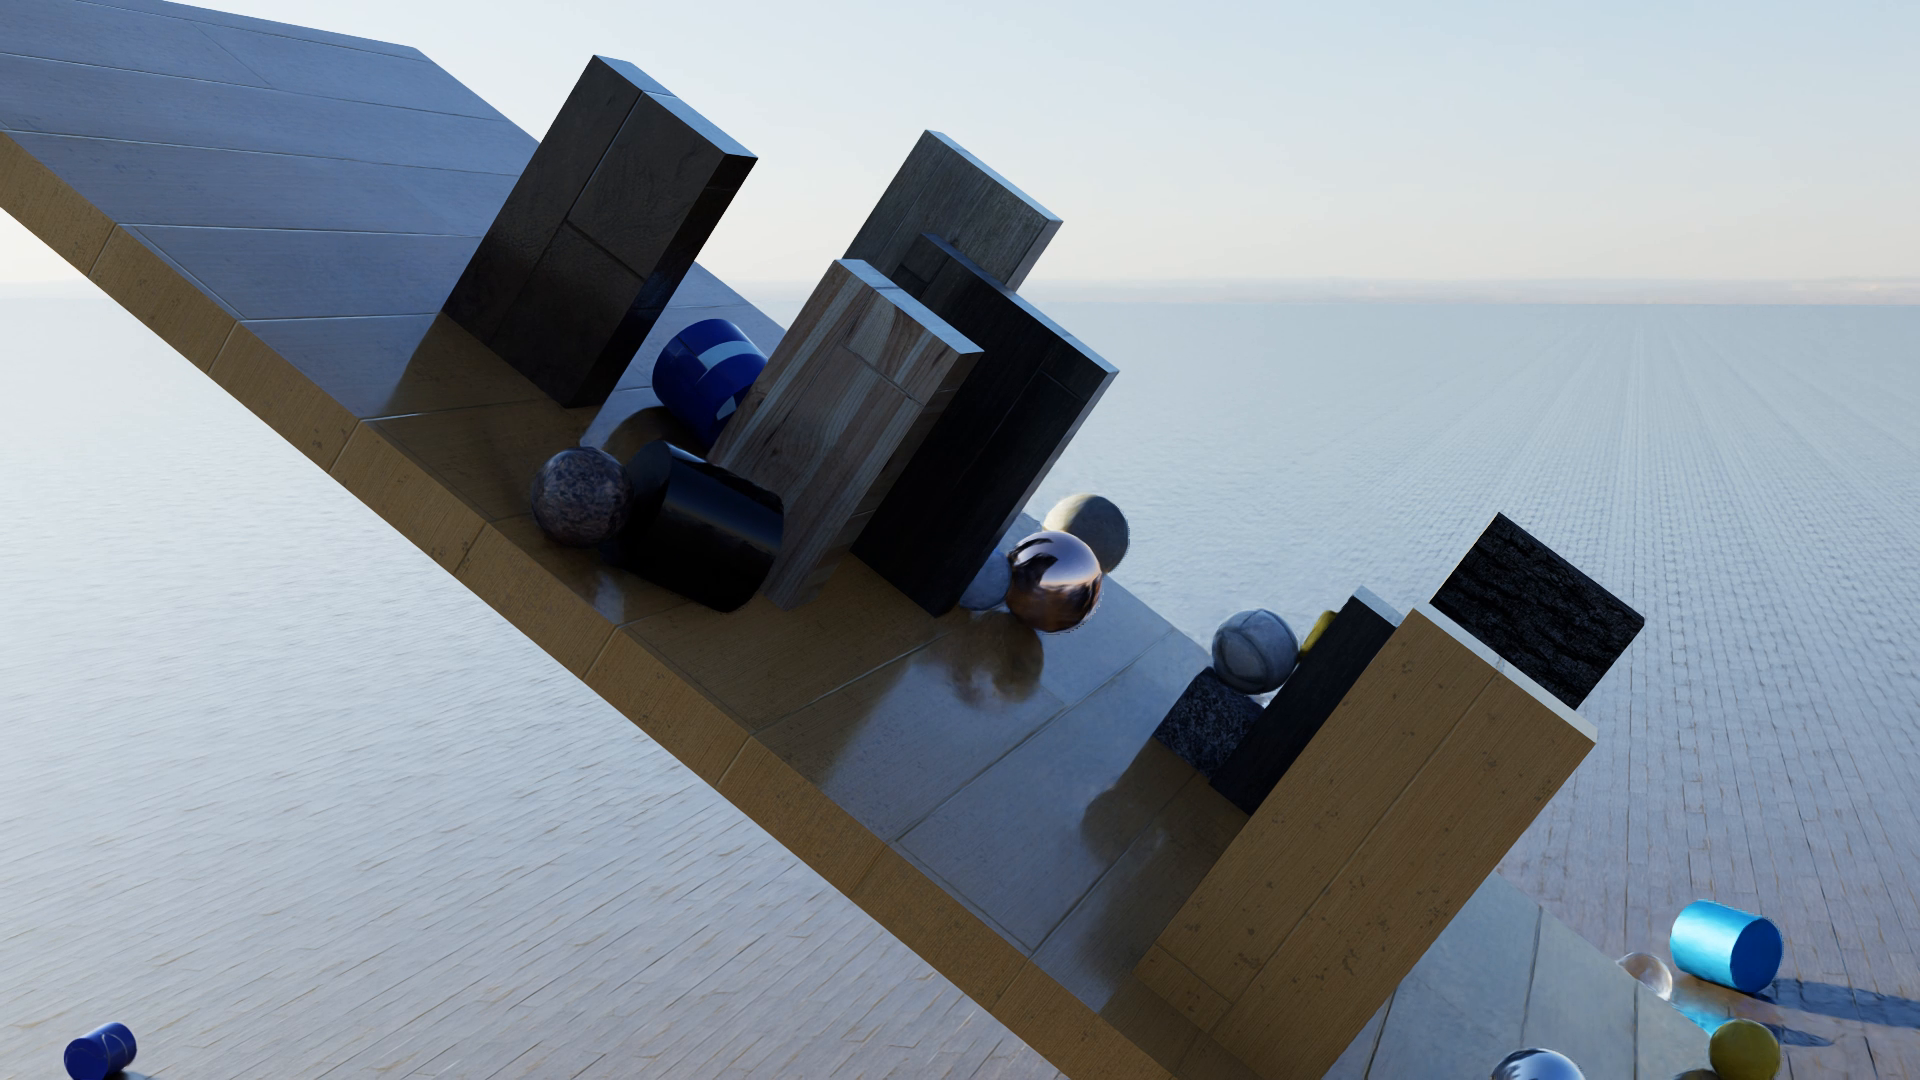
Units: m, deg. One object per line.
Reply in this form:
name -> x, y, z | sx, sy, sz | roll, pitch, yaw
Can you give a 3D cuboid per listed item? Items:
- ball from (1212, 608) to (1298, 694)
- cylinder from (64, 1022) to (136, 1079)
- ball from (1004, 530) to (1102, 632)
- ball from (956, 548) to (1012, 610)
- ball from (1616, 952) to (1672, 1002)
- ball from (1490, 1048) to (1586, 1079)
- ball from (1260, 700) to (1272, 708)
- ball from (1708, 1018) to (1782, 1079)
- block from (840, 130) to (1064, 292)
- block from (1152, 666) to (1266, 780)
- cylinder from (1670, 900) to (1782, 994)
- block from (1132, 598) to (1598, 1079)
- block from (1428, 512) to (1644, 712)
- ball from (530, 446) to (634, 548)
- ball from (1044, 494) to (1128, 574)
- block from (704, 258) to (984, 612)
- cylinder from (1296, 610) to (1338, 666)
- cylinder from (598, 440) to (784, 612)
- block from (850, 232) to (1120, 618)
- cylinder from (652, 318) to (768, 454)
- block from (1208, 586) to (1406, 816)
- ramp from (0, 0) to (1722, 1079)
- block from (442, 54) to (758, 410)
ball -> 0.568, 0.214, 4.234 | 0.167, 0.167, 0.167 | 0, 7, 0
cylinder -> -1.982, 1.184, 5.072 | 0.113, 0.113, 0.113 | 2, 7, 13
ball -> 0.178, 0.081, 4.293 | 0.199, 0.199, 0.199 | 0, 7, 0
ball -> 0.035, 0.070, 4.160 | 0.129, 0.129, 0.129 | 0, 7, 0
ball -> 1.710, 1.111, 5.523 | 0.151, 0.151, 0.151 | 0, 7, 0
ball -> 0.917, 0.889, 3.484 | 0.165, 0.165, 0.165 | 0, 7, 0
ball -> 0.647, 0.390, 4.483 | 0.126, 0.126, 0.126 | 0, 7, 0
ball -> 1.598, 1.046, 4.478 | 0.140, 0.140, 0.140 | 0, 7, 0
block -> -0.109, -0.472, 4.490 | 0.314, 0.652, 0.114 | 38, 16, 10
block -> 0.479, 0.350, 4.226 | 0.141, 0.141, 0.141 | 38, 16, 10
cylinder -> 2.000, 1.062, 5.743 | 0.195, 0.195, 0.195 | -4, 8, -30
block -> 0.567, 0.444, 3.120 | 0.301, 0.676, 0.105 | 38, 16, 10
block -> 1.098, 0.311, 4.680 | 0.372, 0.643, 0.108 | 38, 16, 10
ball -> -0.562, -0.064, 3.276 | 0.152, 0.152, 0.152 | 0, 7, 0
ball -> 0.293, -0.008, 5.150 | 0.203, 0.203, 0.203 | 0, 7, 0
block -> -0.223, -0.173, 3.612 | 0.257, 0.519, 0.134 | 38, 16, 10
cylinder -> 0.725, 0.214, 4.277 | 0.109, 0.109, 0.109 | 32, -16, 11
cylinder -> -0.411, -0.020, 3.361 | 0.204, 0.204, 0.204 | 26, -7, -31
block -> -0.044, -0.209, 4.024 | 0.427, 0.554, 0.092 | 38, 16, 10
cylinder -> -0.432, -0.271, 4.070 | 0.201, 0.201, 0.201 | -6, 41, -42
block -> 0.744, 0.373, 4.118 | 0.336, 0.454, 0.143 | 38, 16, 10
ramp -> -0.086, 0.157, 4.080 | 4.000, 0.100, 2.000 | 38, 16, 10
block -> -0.628, -0.531, 3.821 | 0.293, 0.528, 0.145 | 38, 16, 10
